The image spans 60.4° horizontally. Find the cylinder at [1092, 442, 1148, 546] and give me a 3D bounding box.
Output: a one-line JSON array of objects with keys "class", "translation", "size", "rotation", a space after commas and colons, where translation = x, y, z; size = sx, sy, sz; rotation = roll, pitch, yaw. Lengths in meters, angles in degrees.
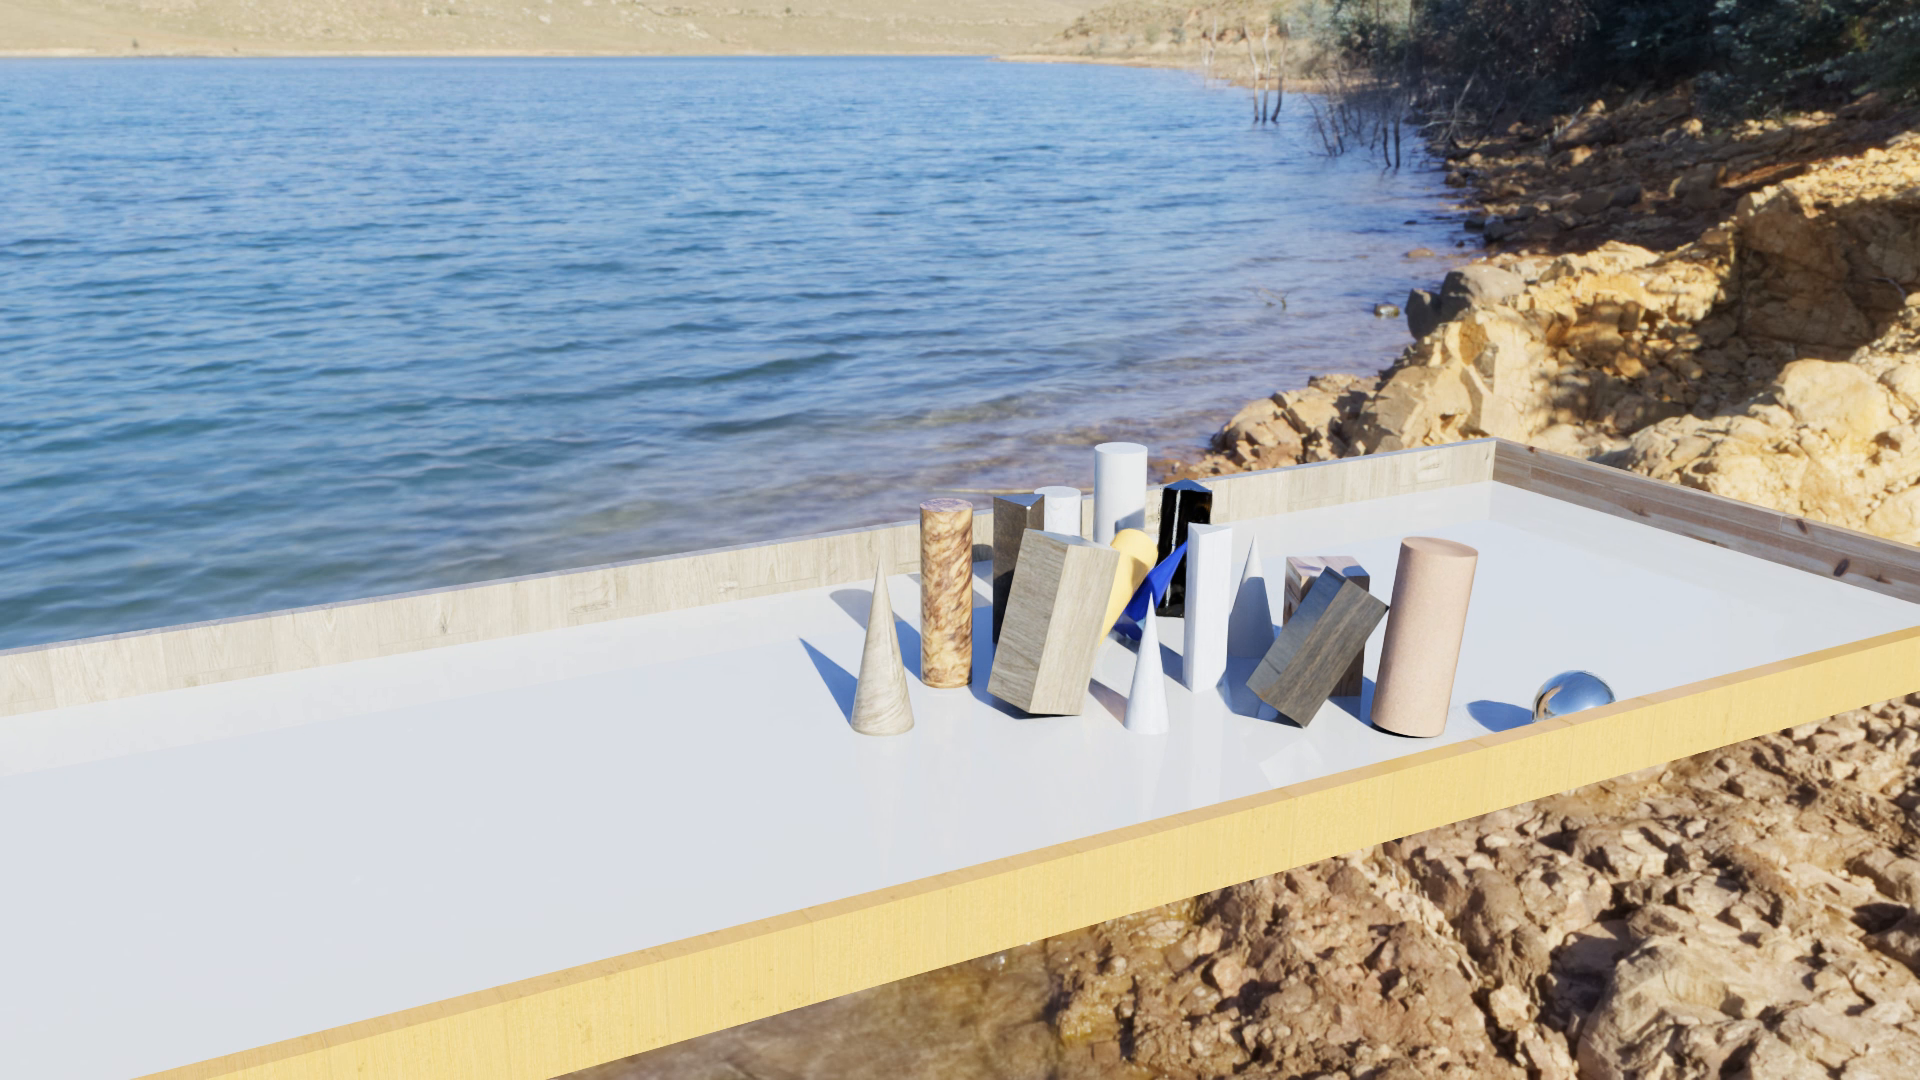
[{"class": "cylinder", "translation": [0.470, -0.071, 4.866], "size": [0.154, 0.411, 0.154], "rotation": [0, 16, 0]}]

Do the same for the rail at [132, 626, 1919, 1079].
[{"class": "rail", "translation": [-2.336, 1.006, 1.665], "size": [12.000, 0.150, 0.050], "rotation": [-9, 18, -27]}]

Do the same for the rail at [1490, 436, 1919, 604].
[{"class": "rail", "translation": [2.466, -0.048, 5.253], "size": [0.050, 0.150, 2.100], "rotation": [-9, 18, -27]}]

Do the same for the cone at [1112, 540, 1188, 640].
[{"class": "cone", "translation": [0.538, 0.107, 4.468], "size": [0.126, 0.126, 0.338], "rotation": [17, 58, 45]}]

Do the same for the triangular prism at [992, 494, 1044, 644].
[{"class": "triangular prism", "translation": [0.176, 0.083, 4.355], "size": [0.117, 0.404, 0.136], "rotation": [-13, 21, -38]}]

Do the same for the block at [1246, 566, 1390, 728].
[{"class": "block", "translation": [0.836, 0.249, 3.868], "size": [0.129, 0.340, 0.129], "rotation": [32, 6, -14]}]

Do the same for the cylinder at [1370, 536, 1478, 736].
[{"class": "cylinder", "translation": [1.070, 0.222, 3.809], "size": [0.172, 0.430, 0.172], "rotation": [6, 15, -2]}]

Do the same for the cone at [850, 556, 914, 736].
[{"class": "cone", "translation": [-0.182, 0.229, 3.821], "size": [0.152, 0.425, 0.152], "rotation": [0, 16, 0]}]

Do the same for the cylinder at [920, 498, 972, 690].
[{"class": "cylinder", "translation": [-0.034, 0.134, 4.092], "size": [0.130, 0.456, 0.130], "rotation": [0, 16, 0]}]

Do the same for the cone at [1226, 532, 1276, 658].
[{"class": "cone", "translation": [0.766, 0.132, 4.325], "size": [0.146, 0.327, 0.146], "rotation": [0, 16, 0]}]

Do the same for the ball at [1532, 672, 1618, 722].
[{"class": "ball", "translation": [1.383, 0.388, 3.706], "size": [0.185, 0.185, 0.185], "rotation": [0, 16, 0]}]

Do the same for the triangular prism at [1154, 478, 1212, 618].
[{"class": "triangular prism", "translation": [0.617, 0.021, 4.610], "size": [0.134, 0.369, 0.116], "rotation": [5, 18, 4]}]

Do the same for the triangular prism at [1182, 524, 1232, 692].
[{"class": "triangular prism", "translation": [0.592, 0.163, 4.080], "size": [0.109, 0.406, 0.094], "rotation": [-12, 20, -36]}]

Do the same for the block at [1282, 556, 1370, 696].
[{"class": "block", "translation": [0.900, 0.212, 4.083], "size": [0.165, 0.310, 0.165], "rotation": [-1, 16, -2]}]

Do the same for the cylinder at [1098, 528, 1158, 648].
[{"class": "cylinder", "translation": [0.369, 0.156, 4.308], "size": [0.127, 0.127, 0.453], "rotation": [10, 42, 30]}]

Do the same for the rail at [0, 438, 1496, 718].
[{"class": "rail", "translation": [-3.305, 0.497, 3.399], "size": [12.000, 0.150, 0.050], "rotation": [-9, 18, -27]}]

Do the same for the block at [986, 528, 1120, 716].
[{"class": "block", "translation": [0.222, 0.195, 3.921], "size": [0.165, 0.404, 0.165], "rotation": [7, 9, -38]}]

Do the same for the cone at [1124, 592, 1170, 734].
[{"class": "cone", "translation": [0.439, 0.276, 3.828], "size": [0.111, 0.332, 0.111], "rotation": [0, 16, 0]}]

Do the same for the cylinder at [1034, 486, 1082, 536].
[{"class": "cylinder", "translation": [0.269, 0.039, 4.590], "size": [0.129, 0.356, 0.129], "rotation": [0, 16, 0]}]
